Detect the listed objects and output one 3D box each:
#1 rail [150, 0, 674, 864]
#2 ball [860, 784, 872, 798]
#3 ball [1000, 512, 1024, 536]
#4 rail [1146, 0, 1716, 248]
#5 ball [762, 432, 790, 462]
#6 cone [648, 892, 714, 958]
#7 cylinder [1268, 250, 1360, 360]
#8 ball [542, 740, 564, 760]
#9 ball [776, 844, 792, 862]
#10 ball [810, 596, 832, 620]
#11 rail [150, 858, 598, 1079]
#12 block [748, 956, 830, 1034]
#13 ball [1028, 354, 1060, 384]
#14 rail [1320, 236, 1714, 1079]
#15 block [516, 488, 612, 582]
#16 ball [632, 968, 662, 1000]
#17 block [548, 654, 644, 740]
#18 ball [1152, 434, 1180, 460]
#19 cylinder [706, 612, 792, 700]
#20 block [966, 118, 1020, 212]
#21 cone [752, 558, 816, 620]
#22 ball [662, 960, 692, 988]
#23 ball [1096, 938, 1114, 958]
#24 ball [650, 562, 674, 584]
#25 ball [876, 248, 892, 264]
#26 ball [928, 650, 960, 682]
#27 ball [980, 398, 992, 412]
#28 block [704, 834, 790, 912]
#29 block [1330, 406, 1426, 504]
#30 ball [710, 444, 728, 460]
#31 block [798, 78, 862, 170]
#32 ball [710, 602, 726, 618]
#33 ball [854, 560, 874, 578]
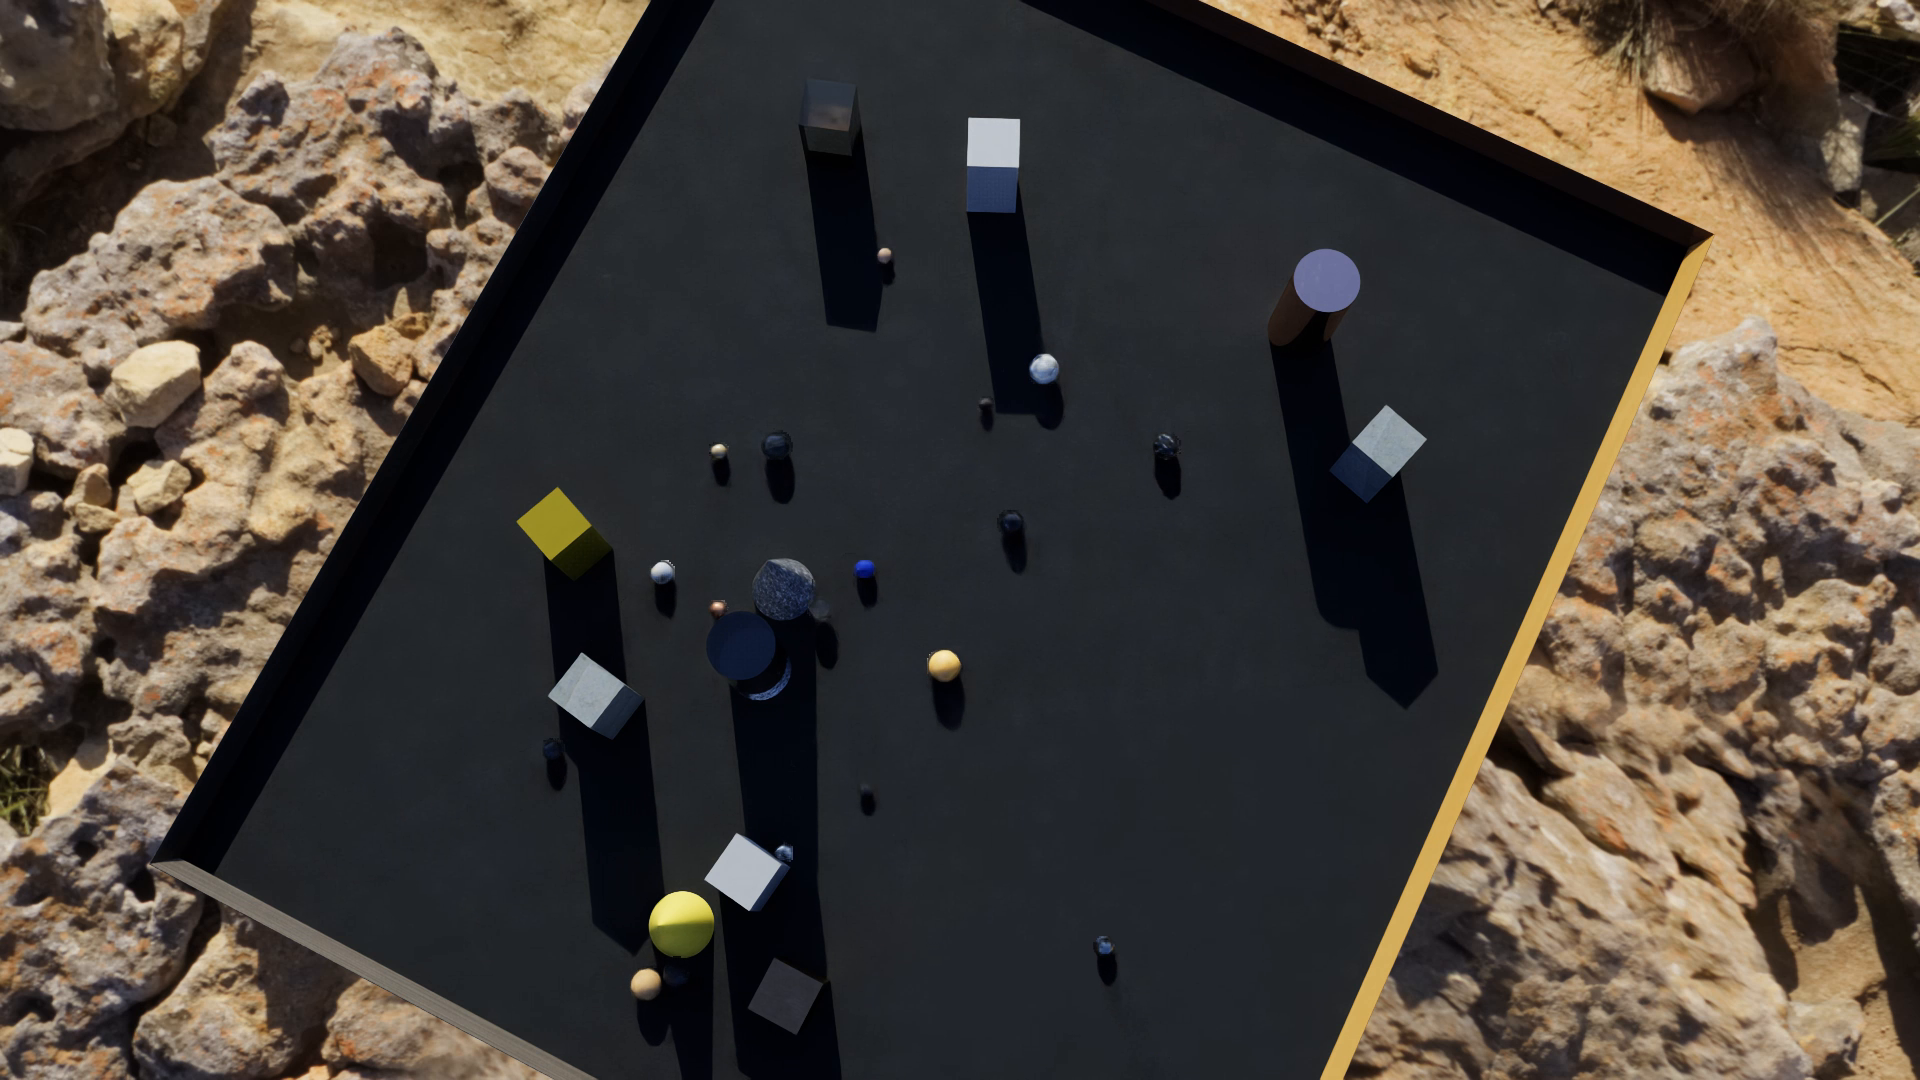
[{"bbox_3d":[-1.469,-0.713,5.699,0.045,0.125,3.819,26,80,5],"label":"rail"},{"bbox_3d":[-0.279,0.744,5.442,0.040,0.040,0.040,0,78,0],"label":"ball"},{"bbox_3d":[0.159,-0.050,5.588,0.076,0.076,0.076,0,78,0],"label":"ball"},{"bbox_3d":[0.843,-1.645,5.892,3.332,0.125,0.045,26,80,5],"label":"rail"},{"bbox_3d":[-0.565,-0.287,5.630,0.089,0.089,0.089,0,78,0],"label":"ball"},{"bbox_3d":[-0.818,1.088,5.178,0.193,0.417,0.193,0,78,0],"label":"cone"},{"bbox_3d":[1.062,-0.704,5.527,0.193,0.461,0.193,0,78,0],"label":"cylinder"},{"bbox_3d":[-1.212,0.626,5.457,0.060,0.060,0.060,0,78,0],"label":"ball"},{"bbox_3d":[-0.516,0.915,5.353,0.048,0.048,0.048,0,78,0],"label":"ball"},{"bbox_3d":[-0.418,0.206,5.516,0.069,0.069,0.069,0,78,0],"label":"ball"},{"bbox_3d":[-0.843,1.658,5.208,3.332,0.125,0.045,26,80,5],"label":"rail"},{"bbox_3d":[-0.483,1.290,5.204,0.154,0.286,0.154,27,80,5],"label":"block"},{"bbox_3d":[0.260,-0.530,5.678,0.095,0.095,0.095,0,78,0],"label":"ball"},{"bbox_3d":[1.469,0.726,5.401,0.045,0.125,3.819,26,80,5],"label":"rail"},{"bbox_3d":[-1.171,-0.013,5.448,0.154,0.335,0.154,-41,81,-8],"label":"block"},{"bbox_3d":[-0.906,1.287,5.304,0.090,0.090,0.090,0,78,0],"label":"ball"},{"bbox_3d":[-1.057,0.460,5.347,0.154,0.341,0.154,36,81,7],"label":"block"},{"bbox_3d":[0.633,-0.288,5.635,0.081,0.081,0.081,0,78,0],"label":"ball"},{"bbox_3d":[-0.606,0.340,5.302,0.193,0.478,0.193,0,78,0],"label":"cylinder"},{"bbox_3d":[0.101,-1.155,5.672,0.154,0.360,0.154,2,78,0],"label":"block"},{"bbox_3d":[-0.538,0.103,5.356,0.193,0.469,0.193,0,78,0],"label":"cone"},{"bbox_3d":[-0.821,1.257,5.314,0.082,0.082,0.082,0,78,0],"label":"ball"},{"bbox_3d":[0.423,1.189,5.342,0.056,0.056,0.056,0,78,0],"label":"ball"},{"bbox_3d":[-0.904,0.101,5.561,0.067,0.067,0.067,0,78,0],"label":"ball"},{"bbox_3d":[-0.238,-0.896,5.777,0.048,0.048,0.048,0,78,0],"label":"ball"},{"bbox_3d":[-0.046,0.378,5.489,0.096,0.096,0.096,0,78,0],"label":"ball"},{"bbox_3d":[0.080,-0.419,5.682,0.041,0.041,0.041,0,78,0],"label":"ball"},{"bbox_3d":[-0.608,0.958,5.270,0.154,0.290,0.154,34,80,7],"label":"block"},{"bbox_3d":[1.248,-0.254,5.493,0.154,0.344,0.154,42,81,8],"label":"block"},{"bbox_3d":[-0.743,-0.270,5.645,0.053,0.053,0.053,0,78,0],"label":"ball"},{"bbox_3d":[-0.405,-1.299,5.736,0.154,0.293,0.154,8,78,2],"label":"block"},{"bbox_3d":[-0.733,0.211,5.547,0.051,0.051,0.051,0,78,0],"label":"ball"},{"bbox_3d":[-0.289,0.088,5.568,0.060,0.060,0.060,0,78,0],"label":"ball"}]
